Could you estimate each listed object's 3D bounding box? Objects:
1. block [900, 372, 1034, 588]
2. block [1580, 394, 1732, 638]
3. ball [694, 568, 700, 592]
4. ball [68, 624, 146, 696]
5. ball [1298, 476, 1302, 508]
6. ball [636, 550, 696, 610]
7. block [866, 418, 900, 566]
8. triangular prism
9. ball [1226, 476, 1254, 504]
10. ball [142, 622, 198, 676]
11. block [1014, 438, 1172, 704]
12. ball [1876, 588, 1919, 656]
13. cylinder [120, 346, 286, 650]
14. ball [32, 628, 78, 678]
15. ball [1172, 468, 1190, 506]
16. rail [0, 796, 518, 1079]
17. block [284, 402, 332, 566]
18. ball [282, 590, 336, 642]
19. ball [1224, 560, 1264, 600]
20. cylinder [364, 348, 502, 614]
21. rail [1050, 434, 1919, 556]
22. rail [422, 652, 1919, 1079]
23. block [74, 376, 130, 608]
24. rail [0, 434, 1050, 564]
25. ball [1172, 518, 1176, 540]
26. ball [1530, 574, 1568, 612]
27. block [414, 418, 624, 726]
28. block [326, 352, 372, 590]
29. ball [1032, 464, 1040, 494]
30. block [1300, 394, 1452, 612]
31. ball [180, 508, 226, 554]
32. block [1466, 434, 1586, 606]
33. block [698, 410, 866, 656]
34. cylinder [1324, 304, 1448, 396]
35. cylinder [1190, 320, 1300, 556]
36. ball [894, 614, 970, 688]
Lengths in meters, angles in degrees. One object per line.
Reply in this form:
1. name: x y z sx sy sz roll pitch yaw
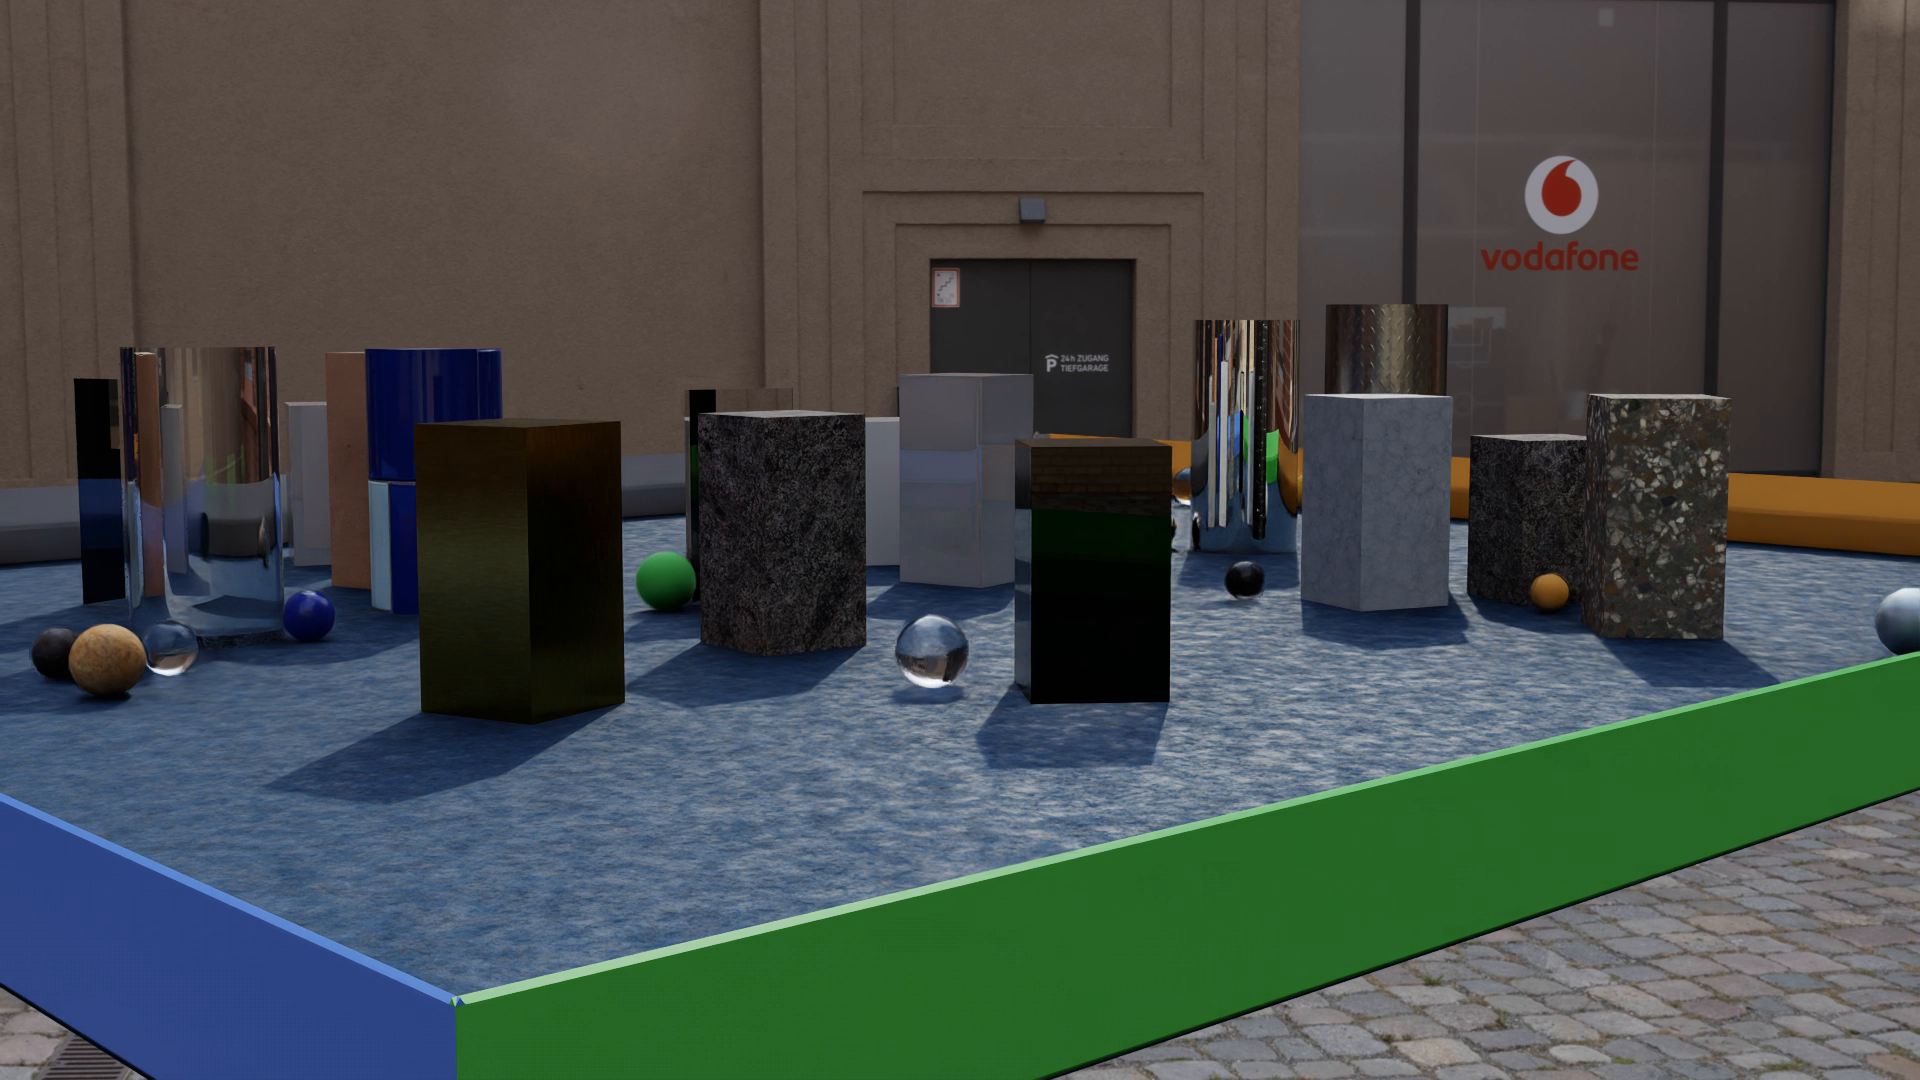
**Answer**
1. block: 0.011 -0.103 3.641 0.160 0.341 0.160 4 7 33
2. block: 0.968 -0.037 3.067 0.160 0.327 0.160 1 6 5
3. ball: -0.432 0.062 3.475 0.047 0.047 0.047 0 6 0
4. ball: -0.987 0.139 2.546 0.084 0.084 0.084 0 6 0
5. ball: 0.785 -0.109 4.936 0.083 0.083 0.083 0 6 0
6. ball: -0.438 0.061 3.281 0.089 0.089 0.089 0 6 0
7. block: -0.106 -0.090 3.944 0.160 0.252 0.160 -1 6 -14
8. triangular prism: -0.368 -0.075 3.439 0.173 0.326 0.150 -3 7 -26
9. ball: 0.649 -0.118 5.107 0.066 0.066 0.066 0 6 0
10. ball: -0.969 0.133 2.694 0.067 0.067 0.067 0 6 0
11. block: 0.153 0.032 2.571 0.160 0.293 0.160 -1 6 -5
12. ball: 1.226 0.107 2.829 0.091 0.091 0.091 0 6 0
13. cylinder: -1.024 -0.063 2.978 0.200 0.397 0.200 0 6 0
14. ball: -1.096 0.138 2.674 0.062 0.062 0.062 0 6 0
15. ball: 0.531 -0.123 5.052 0.088 0.088 0.088 0 6 0
16. rail: -1.270 0.155 2.166 0.045 0.130 3.116 -5 8 -42
17. block: -1.120 -0.105 3.943 0.160 0.281 0.160 -2 6 -20
18. ball: -0.882 0.102 2.978 0.070 0.070 0.070 0 6 0
19. ball: 0.440 0.063 3.396 0.062 0.062 0.062 0 6 0
20. cylinder: -0.790 -0.094 3.320 0.200 0.389 0.200 0 6 0
21. rail: 1.270 -0.087 4.497 0.045 0.130 3.116 -5 8 -42
22. rail: 1.041 0.150 2.210 3.503 0.130 0.045 -5 8 -42
23. block: -1.229 -0.077 3.370 0.160 0.344 0.160 3 7 25
24. rail: -1.041 -0.083 4.453 3.503 0.130 0.045 -5 8 -42
25. ball: 0.373 -0.020 4.147 0.070 0.070 0.070 0 6 0
26. ball: 0.876 0.078 3.268 0.057 0.057 0.057 0 6 0
27. block: -0.492 0.029 2.465 0.160 0.321 0.160 3 7 30
28. block: -0.912 -0.116 3.584 0.160 0.378 0.160 4 7 32
29. ball: 0.139 -0.145 5.214 0.098 0.098 0.098 0 6 0
30. block: 0.635 -0.062 3.361 0.160 0.316 0.160 -3 7 -24
31. ball: -1.395 -0.016 4.053 0.082 0.082 0.082 0 6 0
32. block: 0.903 -0.035 3.420 0.160 0.250 0.160 -2 6 -17
33. block: -0.238 -0.015 2.941 0.160 0.309 0.160 -5 8 -39
34. cylinder: 0.709 -0.165 3.674 0.200 0.456 0.200 0 6 0
35. cylinder: 0.531 -0.196 4.104 0.200 0.429 0.200 0 6 0
36. ball: -0.033 0.132 2.603 0.088 0.088 0.088 0 6 0
